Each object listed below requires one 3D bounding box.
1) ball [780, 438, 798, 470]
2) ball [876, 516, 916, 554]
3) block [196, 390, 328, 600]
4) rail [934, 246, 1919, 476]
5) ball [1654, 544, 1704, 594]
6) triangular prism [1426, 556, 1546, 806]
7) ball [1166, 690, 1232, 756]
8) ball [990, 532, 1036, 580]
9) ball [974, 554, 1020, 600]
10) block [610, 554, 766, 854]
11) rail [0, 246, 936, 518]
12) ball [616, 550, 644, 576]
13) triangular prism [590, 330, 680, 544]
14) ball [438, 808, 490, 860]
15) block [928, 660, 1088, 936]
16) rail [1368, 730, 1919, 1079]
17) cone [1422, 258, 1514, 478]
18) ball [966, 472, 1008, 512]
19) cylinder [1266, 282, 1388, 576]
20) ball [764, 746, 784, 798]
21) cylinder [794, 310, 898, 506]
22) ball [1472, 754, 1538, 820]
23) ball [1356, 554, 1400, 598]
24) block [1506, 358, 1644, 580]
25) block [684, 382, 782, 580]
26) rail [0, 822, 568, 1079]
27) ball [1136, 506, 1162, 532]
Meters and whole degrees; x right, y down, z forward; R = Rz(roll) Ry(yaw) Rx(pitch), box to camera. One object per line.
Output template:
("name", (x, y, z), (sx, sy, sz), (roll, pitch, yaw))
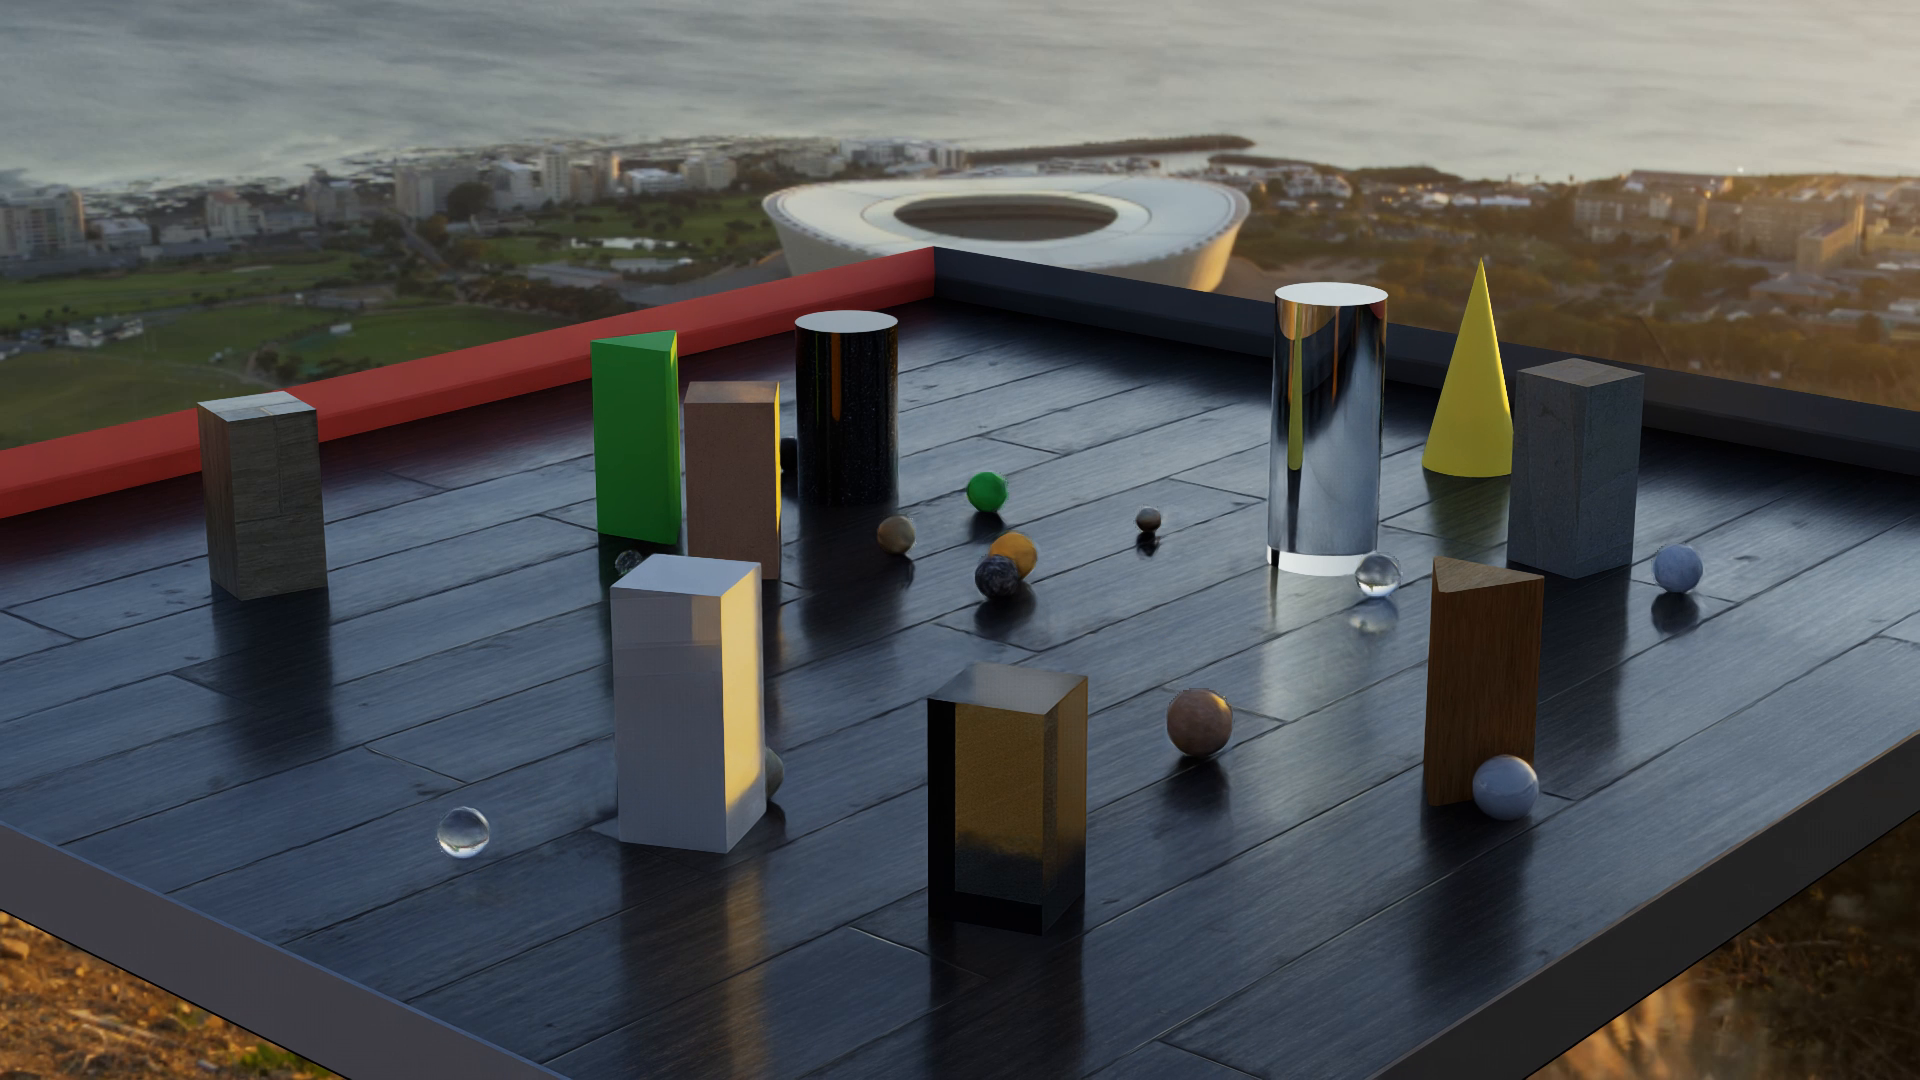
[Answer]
("ball", (-0.345, -0.174, 5.914), (0.067, 0.067, 0.067), (0, 17, 0))
("ball", (-0.116, -0.009, 5.362), (0.071, 0.071, 0.071), (0, 17, 0))
("block", (-1.228, -0.080, 5.162), (0.159, 0.322, 0.159), (-11, 20, -31))
("rail", (1.195, -0.365, 6.438), (3.386, 0.129, 0.045), (14, 22, 39))
("ball", (1.259, 0.051, 5.140), (0.085, 0.085, 0.085), (0, 17, 0))
("triangular prism", (0.723, 0.197, 4.247), (0.172, 0.321, 0.149), (-7, 18, -23))
("ball", (0.357, 0.273, 4.375), (0.099, 0.099, 0.099), (0, 17, 0))
("ball", (0.094, 0.029, 5.210), (0.085, 0.085, 0.085), (0, 17, 0))
("ball", (0.065, 0.065, 5.106), (0.078, 0.078, 0.078), (0, 17, 0))
("block", (-0.374, 0.225, 4.066), (0.159, 0.371, 0.159), (5, 17, 15))
("rail", (-1.261, -0.283, 6.168), (0.045, 0.129, 3.693), (14, 22, 39))
("ball", (-0.586, 0.044, 5.217), (0.053, 0.053, 0.053), (0, 17, 0))
("triangular prism", (-0.570, -0.198, 5.476), (0.172, 0.367, 0.149), (9, 19, 27))
("ball", (-0.677, 0.400, 4.004), (0.071, 0.071, 0.071), (0, 17, 0))
("block", (0.063, 0.334, 3.822), (0.159, 0.302, 0.159), (7, 18, 22))
("rail", (1.261, 0.348, 4.072), (0.045, 0.129, 3.693), (14, 22, 39))
("cone", (1.039, -0.360, 5.906), (0.199, 0.430, 0.199), (0, 17, 0))
("ball", (0.052, -0.093, 5.628), (0.078, 0.078, 0.078), (0, 17, 0))
("cylinder", (0.658, -0.200, 5.266), (0.199, 0.493, 0.199), (0, 17, 0))
("ball", (-0.292, 0.334, 4.210), (0.078, 0.078, 0.078), (0, 17, 0))
("cylinder", (-0.220, -0.258, 5.716), (0.199, 0.344, 0.199), (0, 17, 0))
("ball", (0.770, 0.349, 4.136), (0.092, 0.092, 0.092), (0, 17, 0))
("ball", (0.729, 0.062, 5.113), (0.078, 0.078, 0.078), (0, 17, 0))
("block", (1.107, -0.131, 5.279), (0.159, 0.352, 0.159), (-13, 21, -37))
("block", (-0.405, -0.108, 5.252), (0.159, 0.324, 0.159), (0, 17, -1))
("rail", (-1.195, 0.429, 3.802), (3.386, 0.129, 0.045), (14, 22, 39))
("ball", (0.354, -0.038, 5.498), (0.048, 0.048, 0.048), (0, 17, 0))
